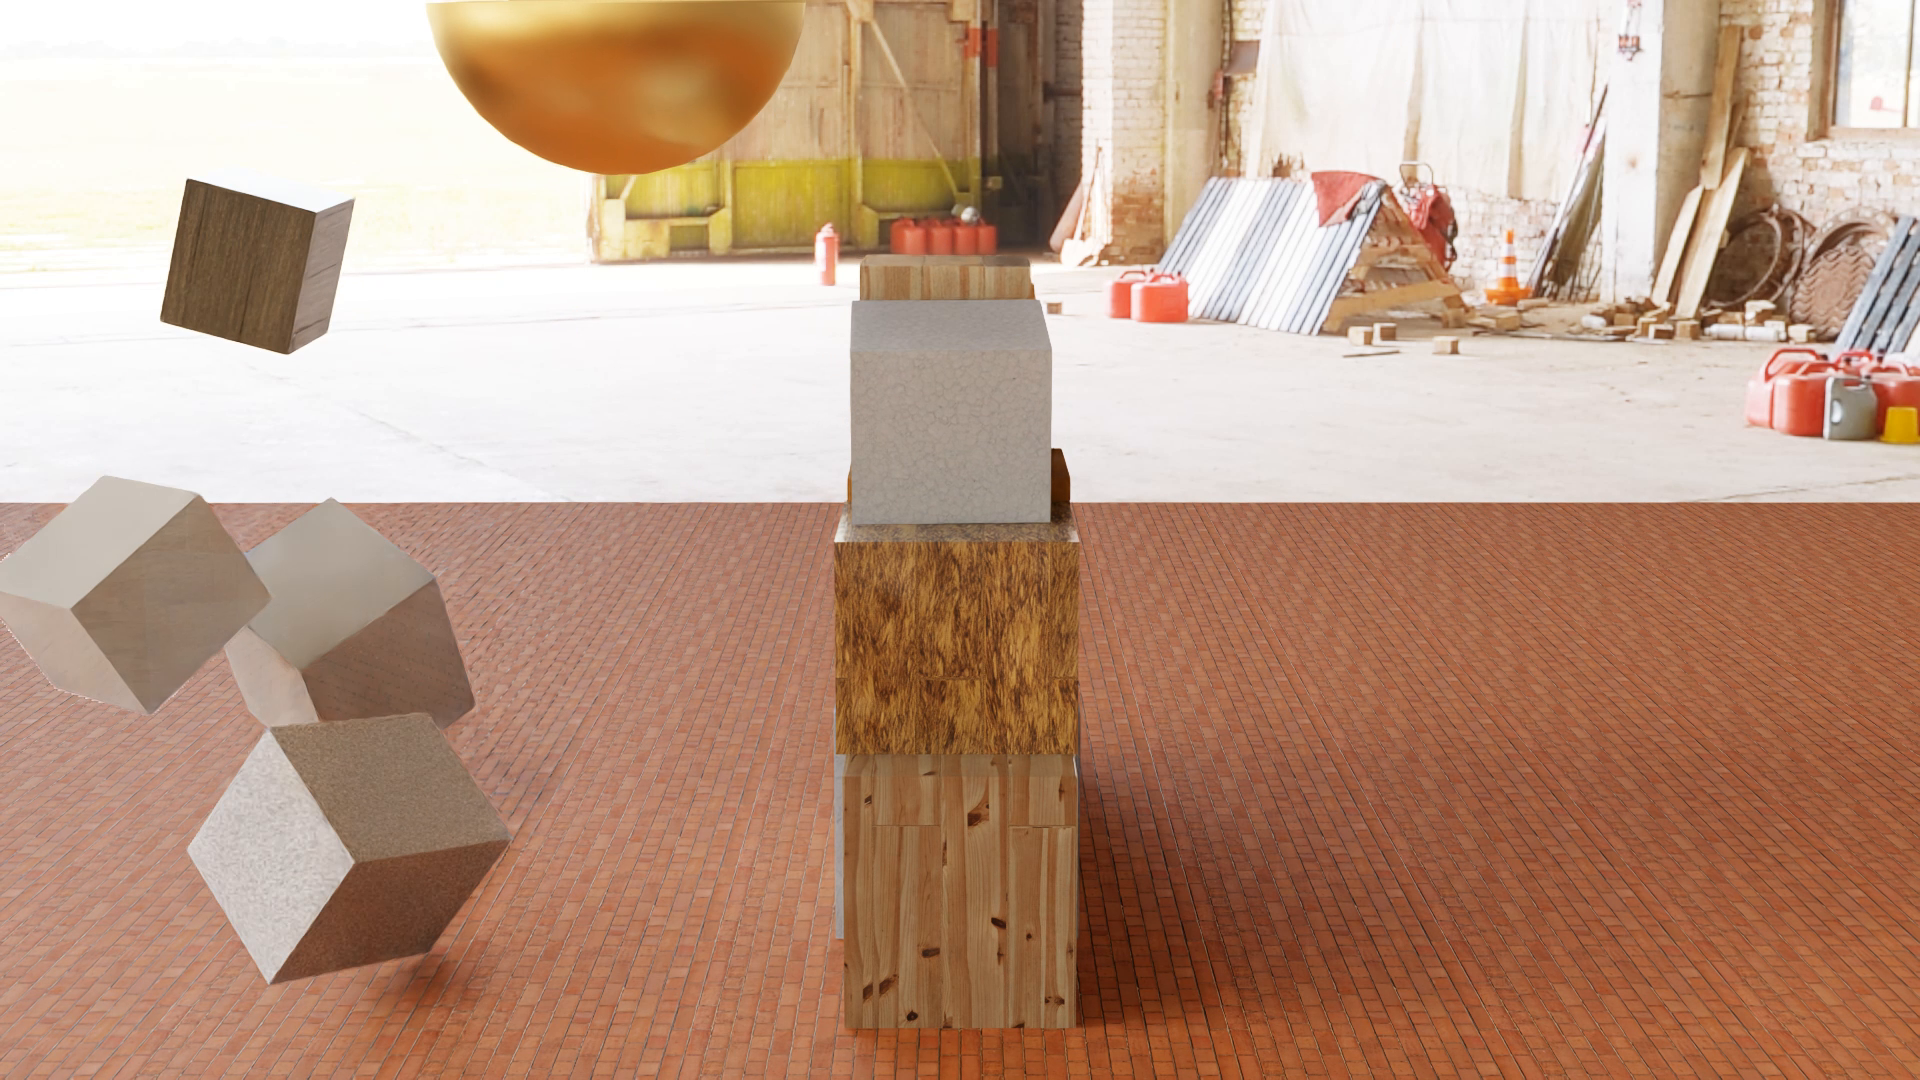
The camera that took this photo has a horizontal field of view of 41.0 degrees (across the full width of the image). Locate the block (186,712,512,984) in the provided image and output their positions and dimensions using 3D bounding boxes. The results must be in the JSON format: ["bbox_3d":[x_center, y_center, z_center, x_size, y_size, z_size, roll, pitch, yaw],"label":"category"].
[{"bbox_3d":[-2.384,1.189,10.034,0.675,0.703,0.801,50,28,24],"label":"block"}]

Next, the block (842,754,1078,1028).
[{"bbox_3d":[0.001,1.254,9.960,0.862,0.969,0.990,0,10,0],"label":"block"}]

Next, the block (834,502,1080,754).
[{"bbox_3d":[-0.013,0.326,10.074,0.913,0.816,0.918,0,10,0],"label":"block"}]

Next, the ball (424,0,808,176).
[{"bbox_3d":[-1.440,-2.335,10.756,1.600,1.600,1.600,0,10,0],"label":"ball"}]

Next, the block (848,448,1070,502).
[{"bbox_3d":[-0.006,0.125,10.968,0.911,0.919,0.880,0,10,0],"label":"block"}]

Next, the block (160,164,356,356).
[{"bbox_3d":[-3.013,-1.214,11.040,0.555,0.626,0.627,15,13,-2],"label":"block"}]

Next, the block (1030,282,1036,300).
[{"bbox_3d":[0.003,-0.700,11.851,0.690,0.812,0.801,0,20,0],"label":"block"}]

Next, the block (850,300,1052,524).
[{"bbox_3d":[-0.045,-0.520,10.182,0.768,0.692,0.783,-1,19,-2],"label":"block"}]

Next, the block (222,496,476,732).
[{"bbox_3d":[-3.061,0.527,12.669,0.859,0.937,0.796,33,56,32],"label":"block"}]

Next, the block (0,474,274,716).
[{"bbox_3d":[-3.681,0.229,11.331,0.794,0.618,0.762,9,47,41],"label":"block"}]

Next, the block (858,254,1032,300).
[{"bbox_3d":[-0.061,-0.777,10.997,0.709,0.839,0.721,0,10,0],"label":"block"}]

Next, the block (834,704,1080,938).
[{"bbox_3d":[-0.013,1.078,10.968,1.000,0.956,1.026,0,10,0],"label":"block"}]
